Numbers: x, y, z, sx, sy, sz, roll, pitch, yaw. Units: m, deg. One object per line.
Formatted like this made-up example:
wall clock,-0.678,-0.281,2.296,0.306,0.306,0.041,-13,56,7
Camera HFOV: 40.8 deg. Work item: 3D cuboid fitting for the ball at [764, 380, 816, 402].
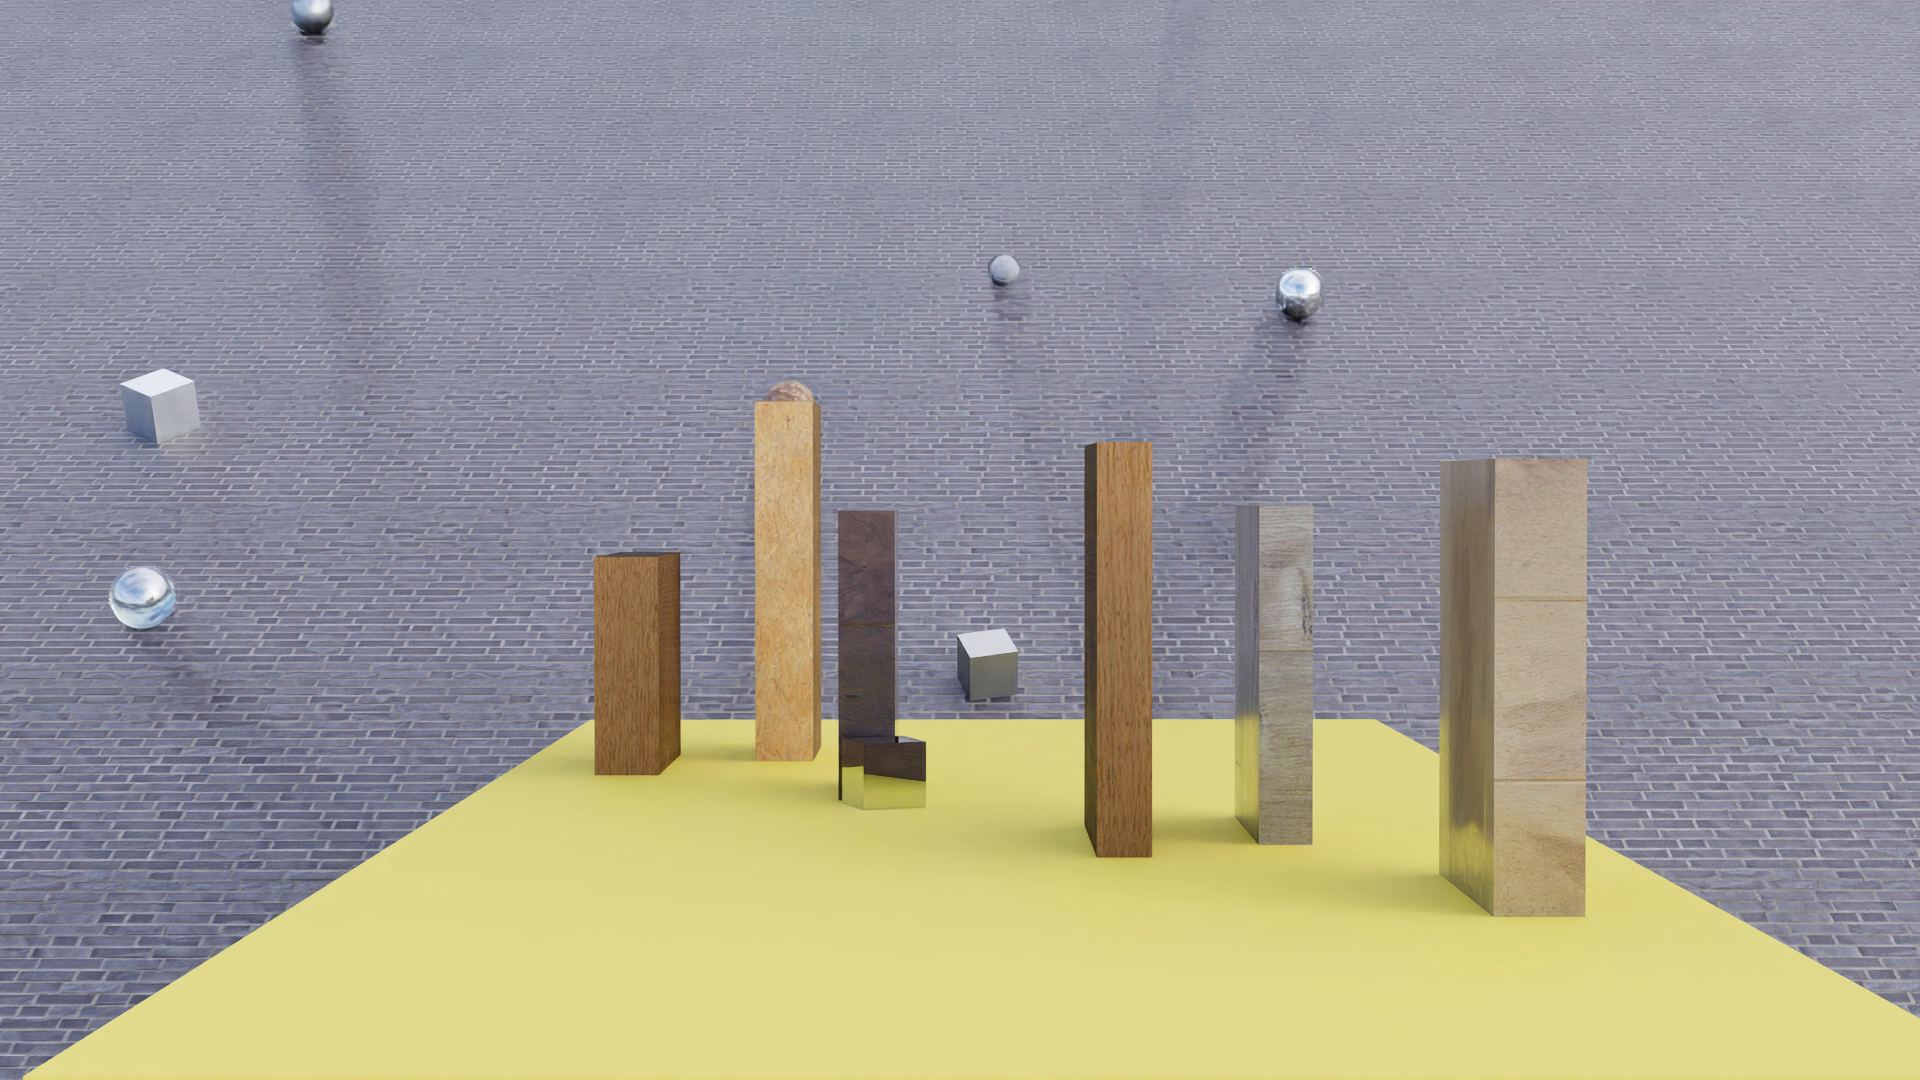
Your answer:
ball,-0.552,-0.430,8.352,0.171,0.171,0.171,0,27,0

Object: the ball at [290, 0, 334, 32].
ball,-3.156,-2.574,12.569,0.203,0.203,0.203,0,27,0

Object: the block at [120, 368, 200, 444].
block,-2.591,-0.435,8.368,0.165,0.165,0.165,20,33,35

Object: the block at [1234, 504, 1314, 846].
block,0.537,0.220,4.436,0.089,0.559,0.371,0,1,0

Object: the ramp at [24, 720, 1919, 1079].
ramp,0.061,0.547,4.583,2.000,0.100,4.000,0,1,0

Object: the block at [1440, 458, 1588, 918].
block,0.794,0.199,3.731,0.126,0.628,0.400,0,1,0

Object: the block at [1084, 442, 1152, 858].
block,0.262,0.171,4.306,0.088,0.661,0.403,0,1,0

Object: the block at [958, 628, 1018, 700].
block,0.073,0.332,6.886,0.131,0.131,0.131,-7,28,-14

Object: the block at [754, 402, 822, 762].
block,-0.380,0.087,5.728,0.125,0.776,0.327,0,1,0

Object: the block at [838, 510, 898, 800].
block,-0.176,0.215,5.009,0.107,0.547,0.294,0,1,0

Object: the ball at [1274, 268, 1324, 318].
ball,1.216,-0.883,9.244,0.176,0.176,0.176,0,27,0

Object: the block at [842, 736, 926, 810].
block,-0.141,0.432,4.793,0.122,0.122,0.122,0,1,-21

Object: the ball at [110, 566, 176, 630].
ball,-2.273,0.161,7.177,0.173,0.173,0.173,0,27,0

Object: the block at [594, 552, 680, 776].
block,-0.685,0.255,5.504,0.132,0.449,0.417,0,1,0

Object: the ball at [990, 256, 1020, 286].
ball,0.164,-0.998,9.546,0.111,0.111,0.111,0,27,0
